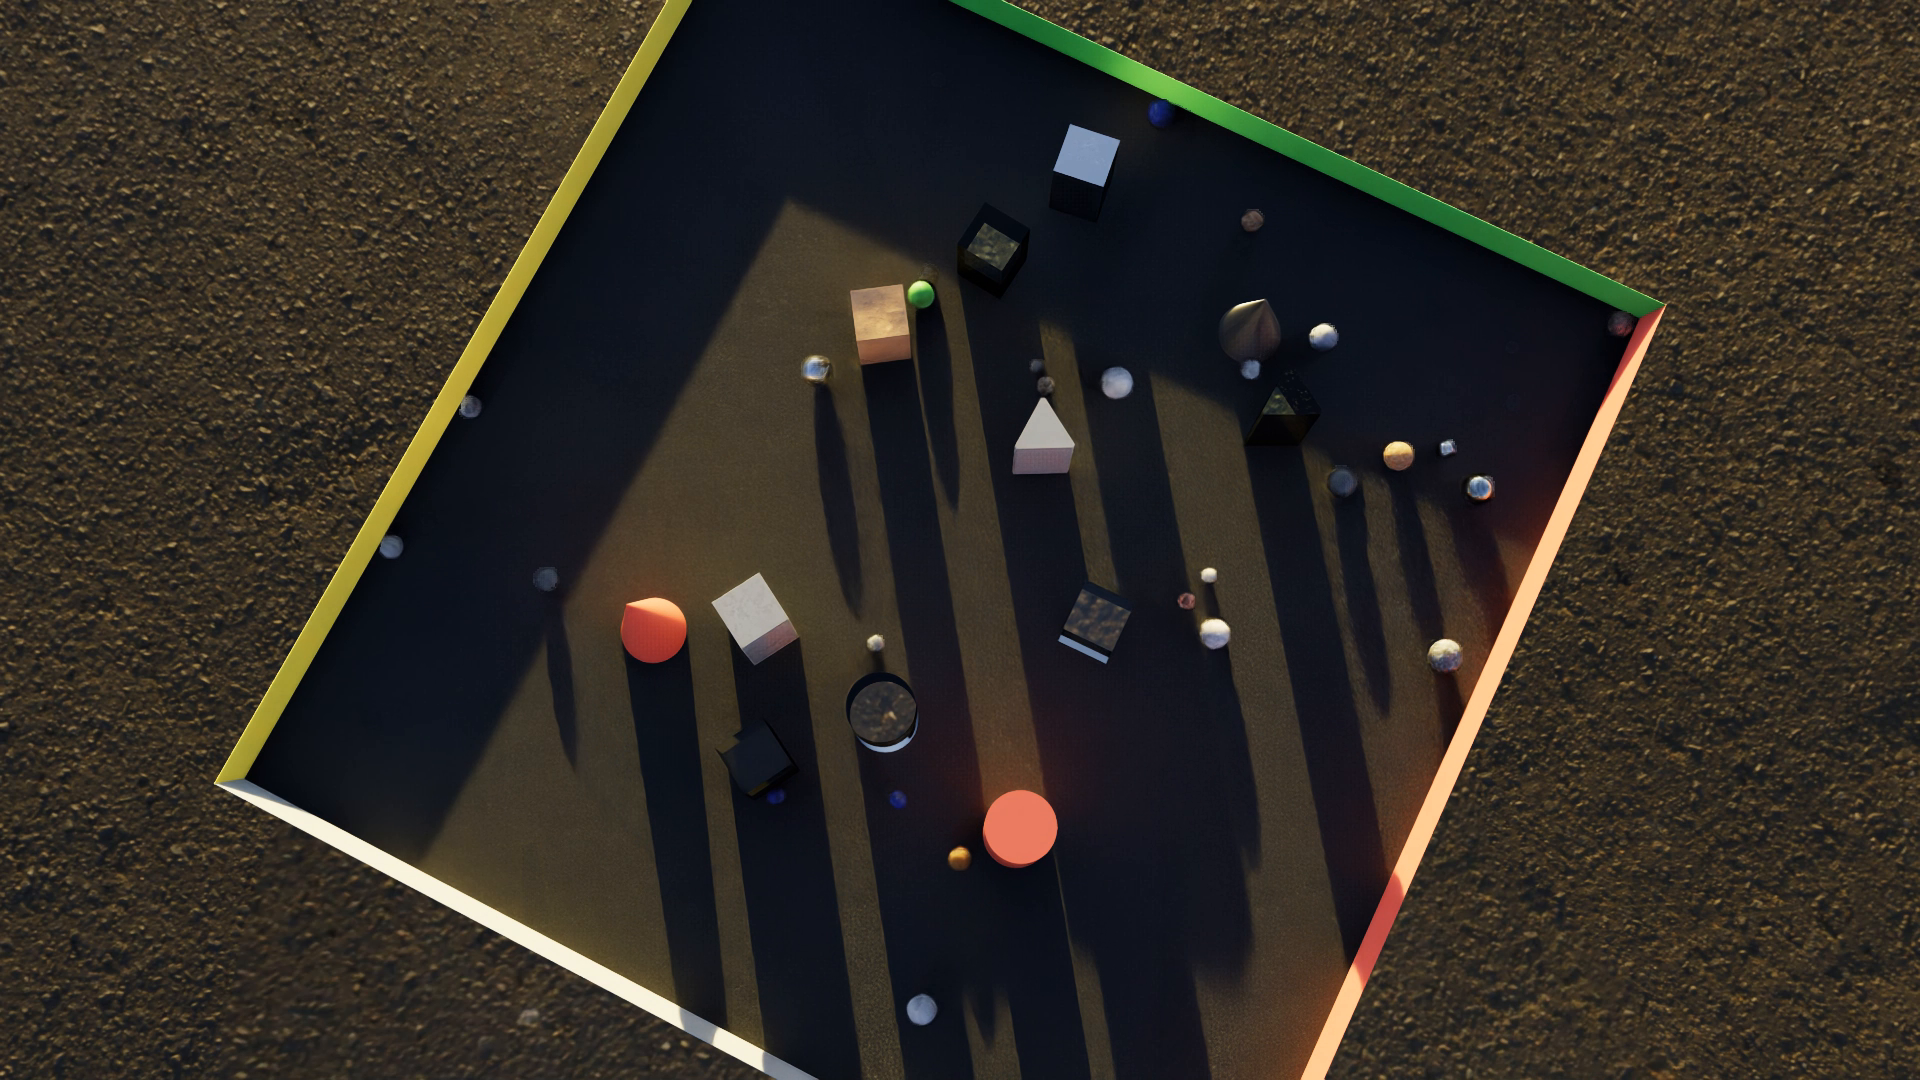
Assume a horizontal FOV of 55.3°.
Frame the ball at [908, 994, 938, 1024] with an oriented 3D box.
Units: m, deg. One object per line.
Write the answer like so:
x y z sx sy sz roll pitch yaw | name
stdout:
-0.109 1.356 5.292 0.086 0.086 0.086 0 78 0 | ball

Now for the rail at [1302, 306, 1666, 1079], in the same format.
1.425 0.705 5.404 0.045 0.130 3.254 26 80 5 | rail

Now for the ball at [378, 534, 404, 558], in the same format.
-1.730 0.019 5.576 0.072 0.072 0.072 0 78 0 | ball

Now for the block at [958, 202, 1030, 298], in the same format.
0.101 -0.892 5.668 0.160 0.260 0.160 32 80 6 | block

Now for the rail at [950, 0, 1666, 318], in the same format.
0.717 -1.397 5.839 3.234 0.130 0.045 26 80 5 | rail

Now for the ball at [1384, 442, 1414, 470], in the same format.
1.345 -0.258 5.625 0.089 0.089 0.089 0 78 0 | ball

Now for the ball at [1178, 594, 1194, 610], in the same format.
0.686 0.186 5.553 0.049 0.049 0.049 0 78 0 | ball

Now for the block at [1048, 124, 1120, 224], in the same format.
0.384 -1.136 5.701 0.160 0.296 0.160 19 79 4 | block

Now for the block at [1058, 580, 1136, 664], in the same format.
0.404 0.245 5.440 0.160 0.246 0.160 25 79 5 | block

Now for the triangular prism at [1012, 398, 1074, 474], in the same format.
0.246 -0.314 5.522 0.173 0.312 0.150 -1 78 0 | triangular prism

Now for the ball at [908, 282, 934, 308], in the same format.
-0.122 -0.766 5.732 0.084 0.084 0.084 0 78 0 | ball

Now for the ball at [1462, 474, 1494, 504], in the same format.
1.581 -0.155 5.600 0.095 0.095 0.095 0 78 0 | ball

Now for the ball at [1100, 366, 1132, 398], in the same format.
0.484 -0.487 5.667 0.100 0.100 0.100 0 78 0 | ball

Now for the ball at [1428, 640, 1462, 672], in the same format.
1.454 0.347 5.494 0.099 0.099 0.099 0 78 0 | ball

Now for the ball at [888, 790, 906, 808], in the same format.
-0.185 0.767 5.431 0.052 0.052 0.052 0 78 0 | ball

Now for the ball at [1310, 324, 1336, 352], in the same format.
1.130 -0.629 5.704 0.083 0.083 0.083 0 78 0 | ball

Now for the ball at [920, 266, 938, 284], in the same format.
-0.099 -0.833 5.761 0.056 0.056 0.056 0 78 0 | ball

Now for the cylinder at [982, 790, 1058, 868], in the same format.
0.167 0.829 5.227 0.200 0.426 0.200 0 78 0 | cylinder

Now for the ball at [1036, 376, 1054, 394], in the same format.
0.264 -0.478 5.687 0.055 0.055 0.055 0 78 0 | ball

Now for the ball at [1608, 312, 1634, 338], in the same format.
2.062 -0.673 5.715 0.080 0.080 0.080 0 78 0 | ball

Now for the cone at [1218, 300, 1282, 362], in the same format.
0.908 -0.682 5.591 0.200 0.327 0.200 0 78 0 | cone

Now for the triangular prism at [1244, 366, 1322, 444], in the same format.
0.965 -0.405 5.517 0.173 0.360 0.150 0 78 0 | triangular prism

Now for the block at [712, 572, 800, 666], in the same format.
-0.598 0.236 5.390 0.160 0.348 0.160 -33 80 -6 | block

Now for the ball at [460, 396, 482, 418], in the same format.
-1.514 -0.412 5.667 0.069 0.069 0.069 0 78 0 | ball

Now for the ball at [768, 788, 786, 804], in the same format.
-0.543 0.758 5.435 0.049 0.049 0.049 0 78 0 | ball

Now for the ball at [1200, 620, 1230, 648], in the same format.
0.767 0.283 5.513 0.089 0.089 0.089 0 78 0 | ball

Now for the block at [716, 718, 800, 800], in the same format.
-0.588 0.641 5.347 0.160 0.268 0.160 -33 80 -7 | block

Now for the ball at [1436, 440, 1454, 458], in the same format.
1.496 -0.279 5.646 0.056 0.056 0.056 0 78 0 | ball

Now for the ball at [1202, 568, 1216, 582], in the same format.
0.756 0.108 5.571 0.045 0.045 0.045 0 78 0 | ball

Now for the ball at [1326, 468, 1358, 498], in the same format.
1.168 -0.176 5.607 0.091 0.091 0.091 0 78 0 | ball

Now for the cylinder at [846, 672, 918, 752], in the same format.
-0.224 0.506 5.346 0.200 0.325 0.200 0 78 0 | cylinder

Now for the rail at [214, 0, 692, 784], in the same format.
-1.425 -0.691 5.692 0.045 0.130 3.254 26 80 5 | rail

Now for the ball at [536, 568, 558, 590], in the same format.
-1.251 0.120 5.557 0.068 0.068 0.068 0 78 0 | ball

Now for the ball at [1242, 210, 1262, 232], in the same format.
0.924 -1.006 5.791 0.067 0.067 0.067 0 78 0 | ball

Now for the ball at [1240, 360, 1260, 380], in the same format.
0.902 -0.530 5.695 0.061 0.061 0.061 0 78 0 | ball

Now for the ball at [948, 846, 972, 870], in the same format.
-0.001 0.935 5.388 0.070 0.070 0.070 0 78 0 | ball

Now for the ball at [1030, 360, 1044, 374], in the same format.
0.240 -0.538 5.707 0.040 0.040 0.040 0 78 0 | ball

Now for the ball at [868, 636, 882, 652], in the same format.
-0.256 0.313 5.528 0.047 0.047 0.047 0 78 0 | ball

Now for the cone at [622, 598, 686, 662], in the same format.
-0.929 0.227 5.330 0.200 0.470 0.200 0 78 0 | cone

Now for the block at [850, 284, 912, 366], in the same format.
-0.242 -0.660 5.629 0.160 0.243 0.160 -8 78 -2 | block

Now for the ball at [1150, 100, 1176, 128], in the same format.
0.647 -1.361 5.855 0.085 0.085 0.085 0 78 0 | ball

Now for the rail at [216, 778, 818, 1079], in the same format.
-0.717 1.411 5.257 3.234 0.130 0.045 26 80 5 | rail

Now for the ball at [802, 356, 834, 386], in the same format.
-0.440 -0.525 5.676 0.096 0.096 0.096 0 78 0 | ball
